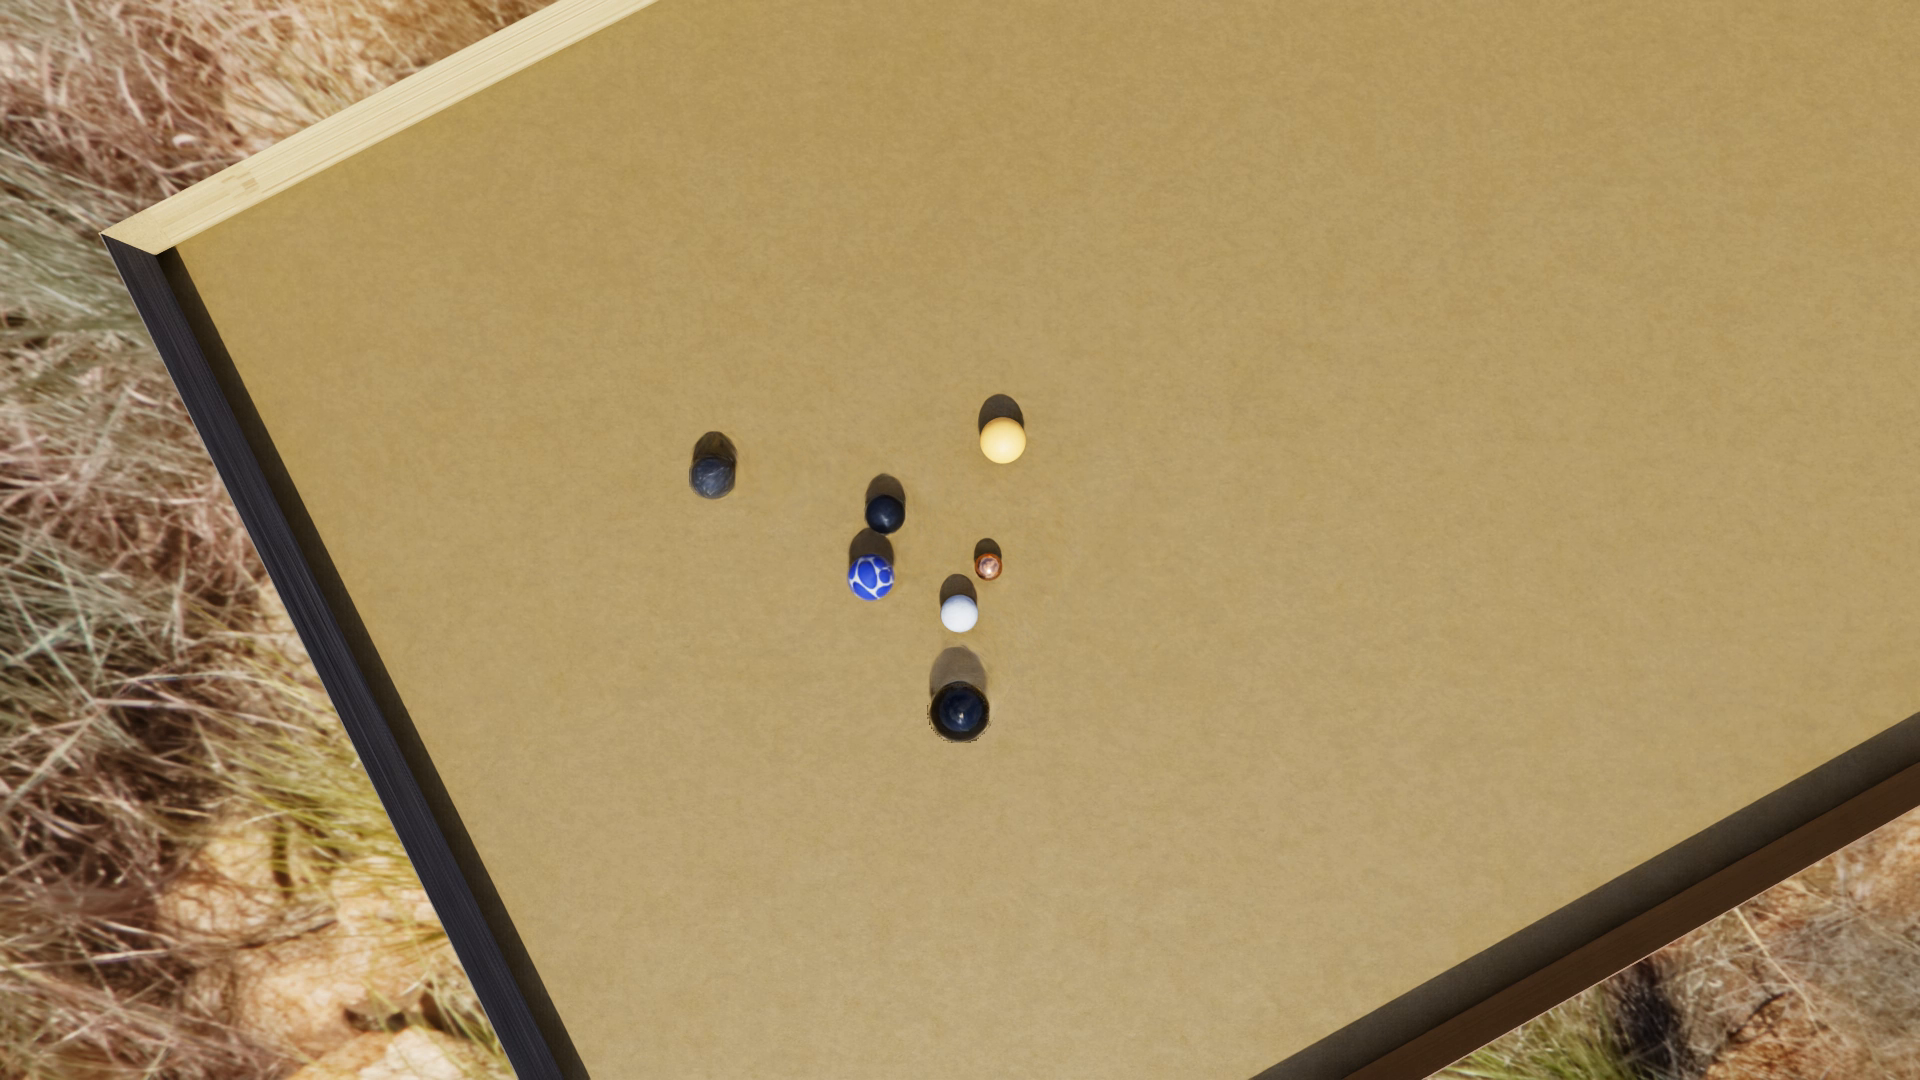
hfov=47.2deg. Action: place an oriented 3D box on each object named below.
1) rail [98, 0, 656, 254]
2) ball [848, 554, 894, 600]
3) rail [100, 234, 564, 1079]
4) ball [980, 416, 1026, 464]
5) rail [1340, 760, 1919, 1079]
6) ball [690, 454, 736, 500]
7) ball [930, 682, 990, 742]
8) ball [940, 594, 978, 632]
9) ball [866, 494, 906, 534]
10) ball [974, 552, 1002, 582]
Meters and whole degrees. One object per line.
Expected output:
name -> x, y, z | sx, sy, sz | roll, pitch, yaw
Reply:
rail -> 0.351, -1.273, 3.397 | 3.643, 0.115, 0.045 | -28, 84, -3
ball -> -0.131, 0.054, 3.253 | 0.069, 0.069, 0.069 | 0, 83, 0
rail -> -0.783, 0.410, 3.184 | 0.045, 0.115, 1.978 | -28, 84, -3
ball -> 0.064, -0.149, 3.279 | 0.069, 0.069, 0.069 | 0, 83, 0
rail -> 1.257, 0.418, 3.183 | 3.643, 0.115, 0.045 | -28, 84, -3
ball -> -0.367, -0.094, 3.273 | 0.068, 0.068, 0.068 | 0, 83, 0
ball -> 0.000, 0.252, 3.218 | 0.089, 0.089, 0.089 | 0, 83, 0
ball -> -0.001, 0.109, 3.253 | 0.057, 0.057, 0.057 | 0, 83, 0
ball -> -0.110, -0.038, 3.269 | 0.060, 0.060, 0.060 | 0, 83, 0
ball -> 0.043, 0.040, 3.269 | 0.042, 0.042, 0.042 | 0, 83, 0
